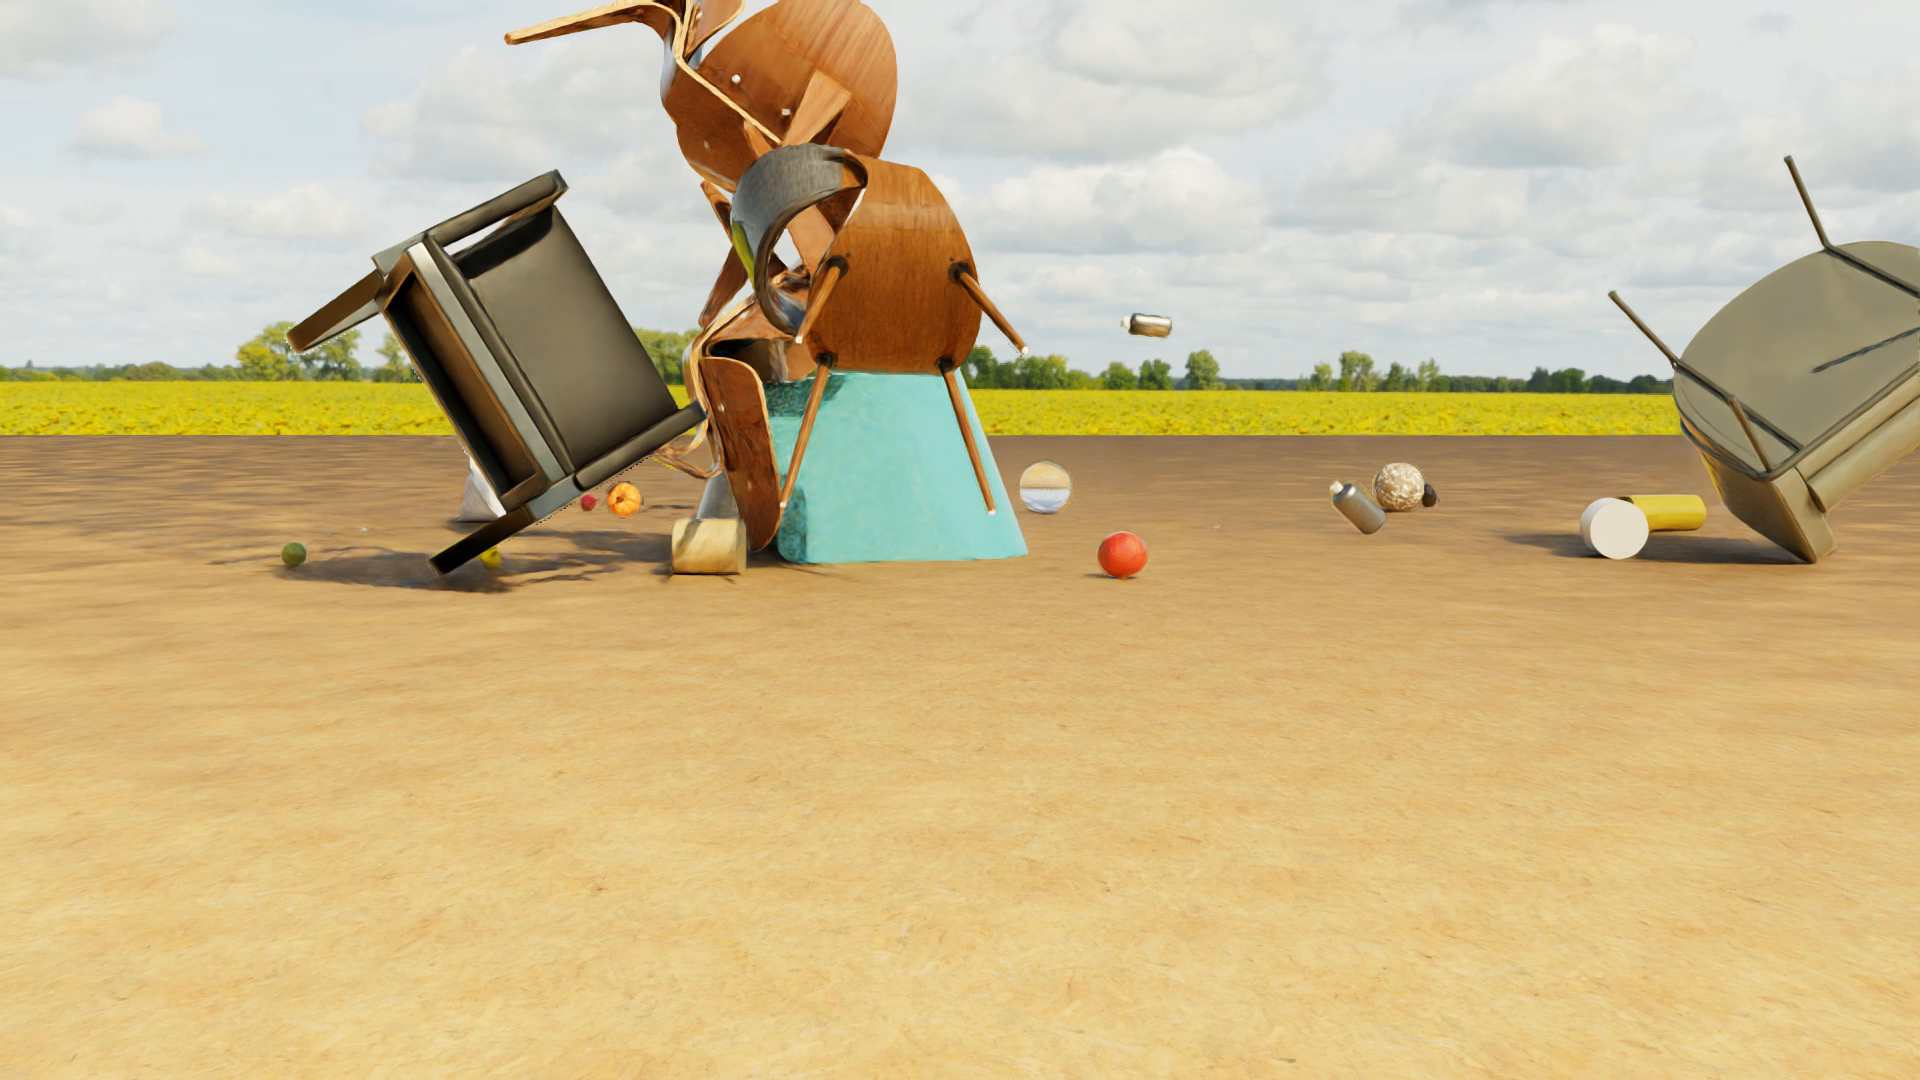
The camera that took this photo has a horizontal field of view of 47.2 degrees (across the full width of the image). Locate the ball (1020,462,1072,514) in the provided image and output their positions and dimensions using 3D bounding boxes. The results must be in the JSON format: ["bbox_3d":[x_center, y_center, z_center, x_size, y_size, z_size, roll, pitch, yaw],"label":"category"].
[{"bbox_3d":[0.307,-0.189,7.922,0.188,0.188,0.188,0,4,0],"label":"ball"}]

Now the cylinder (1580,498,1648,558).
[{"bbox_3d":[1.751,-0.032,5.893,0.150,0.155,0.175,20,5,6],"label":"cylinder"}]

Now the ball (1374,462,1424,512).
[{"bbox_3d":[1.607,-0.194,8.045,0.182,0.182,0.182,0,4,0],"label":"ball"}]

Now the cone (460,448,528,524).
[{"bbox_3d":[-1.631,-0.126,7.453,0.212,0.331,0.244,-38,-41,22],"label":"cone"}]

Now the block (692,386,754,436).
[{"bbox_3d":[-0.865,-0.474,8.044,0.181,0.096,0.143,-7,48,-23],"label":"block"}]

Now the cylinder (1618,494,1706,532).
[{"bbox_3d":[2.211,-0.084,6.945,0.256,0.113,0.116,-1,42,-18],"label":"cylinder"}]
